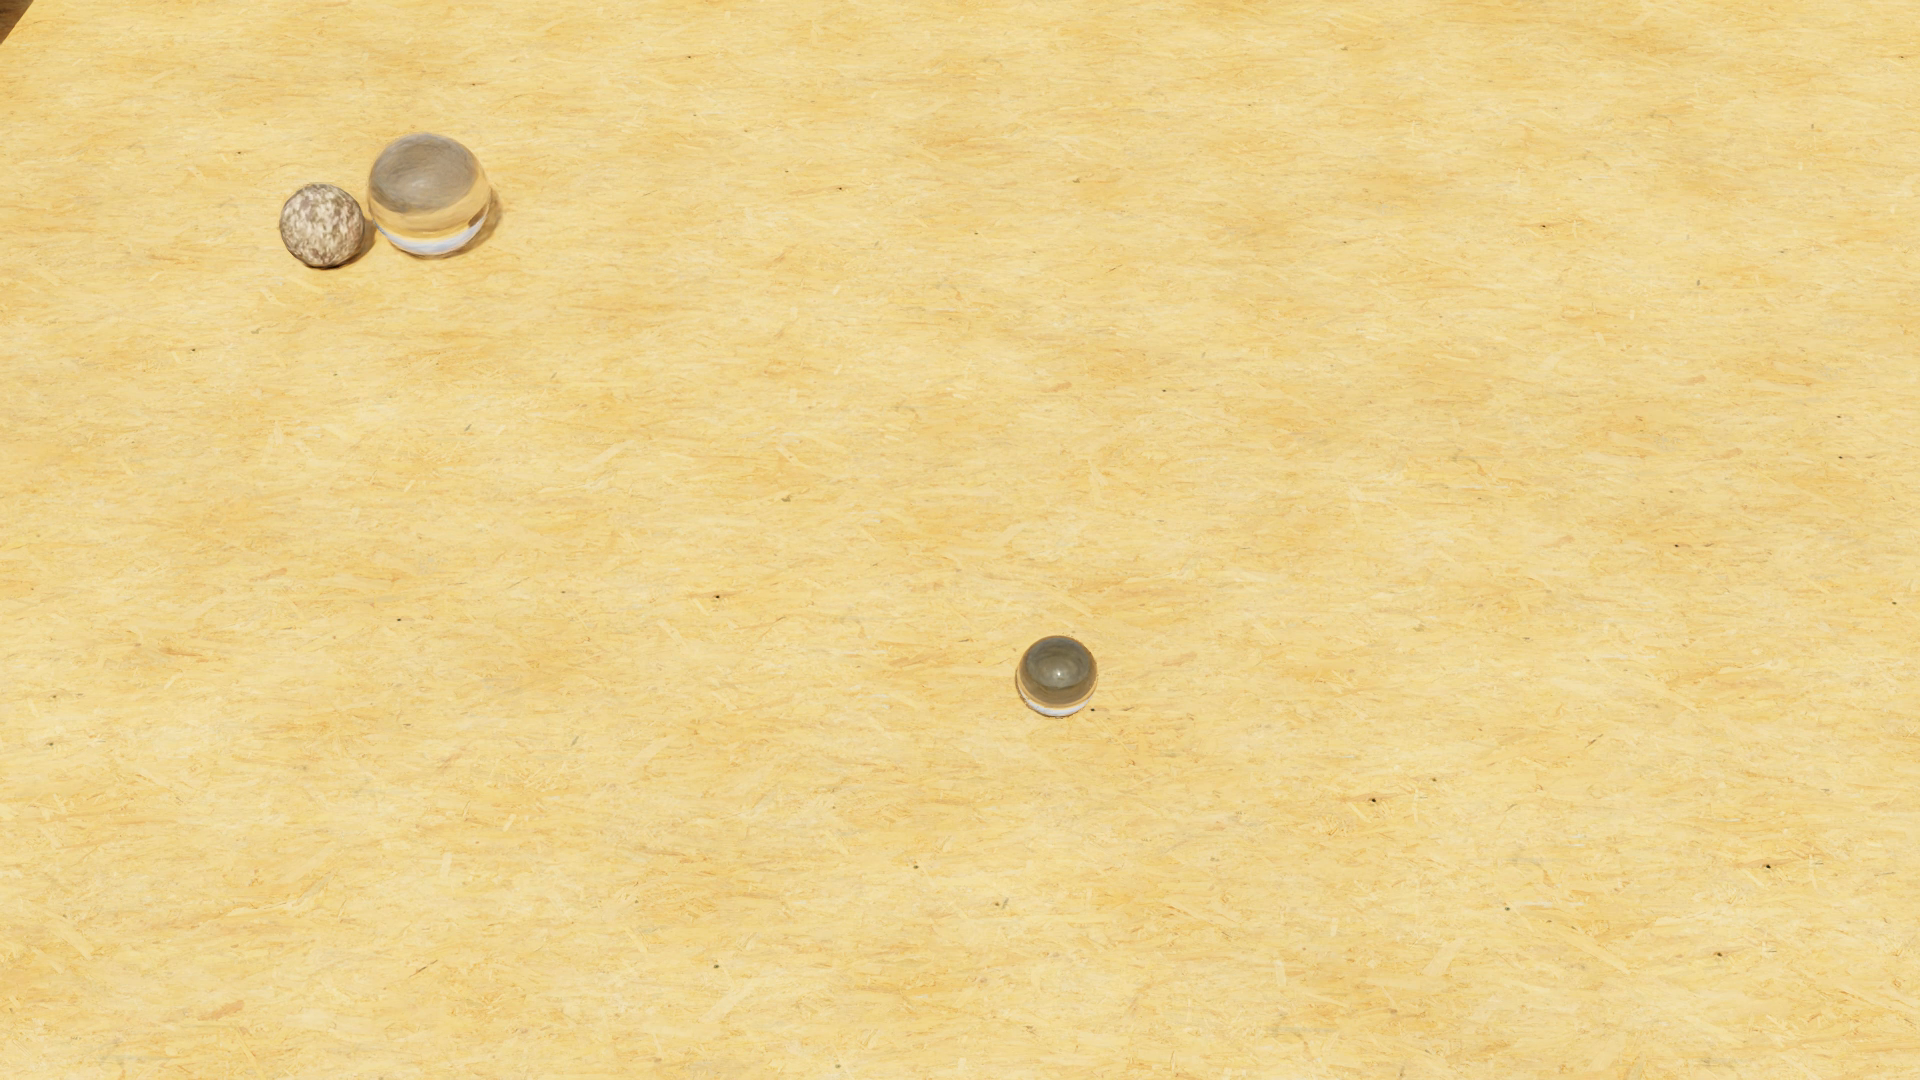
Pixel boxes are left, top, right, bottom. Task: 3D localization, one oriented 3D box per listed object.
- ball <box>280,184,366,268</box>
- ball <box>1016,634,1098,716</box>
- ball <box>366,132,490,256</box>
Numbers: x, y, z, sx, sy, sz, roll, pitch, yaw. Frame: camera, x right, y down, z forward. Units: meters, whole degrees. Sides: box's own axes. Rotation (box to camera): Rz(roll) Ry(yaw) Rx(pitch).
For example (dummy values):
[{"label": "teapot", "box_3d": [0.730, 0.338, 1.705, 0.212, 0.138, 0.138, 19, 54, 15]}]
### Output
[{"label": "ball", "box_3d": [-0.495, -0.244, 1.990, 0.065, 0.065, 0.065, 0, 36, 0]}, {"label": "ball", "box_3d": [0.059, 0.082, 1.556, 0.050, 0.050, 0.050, 0, 36, 0]}, {"label": "ball", "box_3d": [-0.414, -0.269, 1.999, 0.095, 0.095, 0.095, 0, 36, 0]}]
